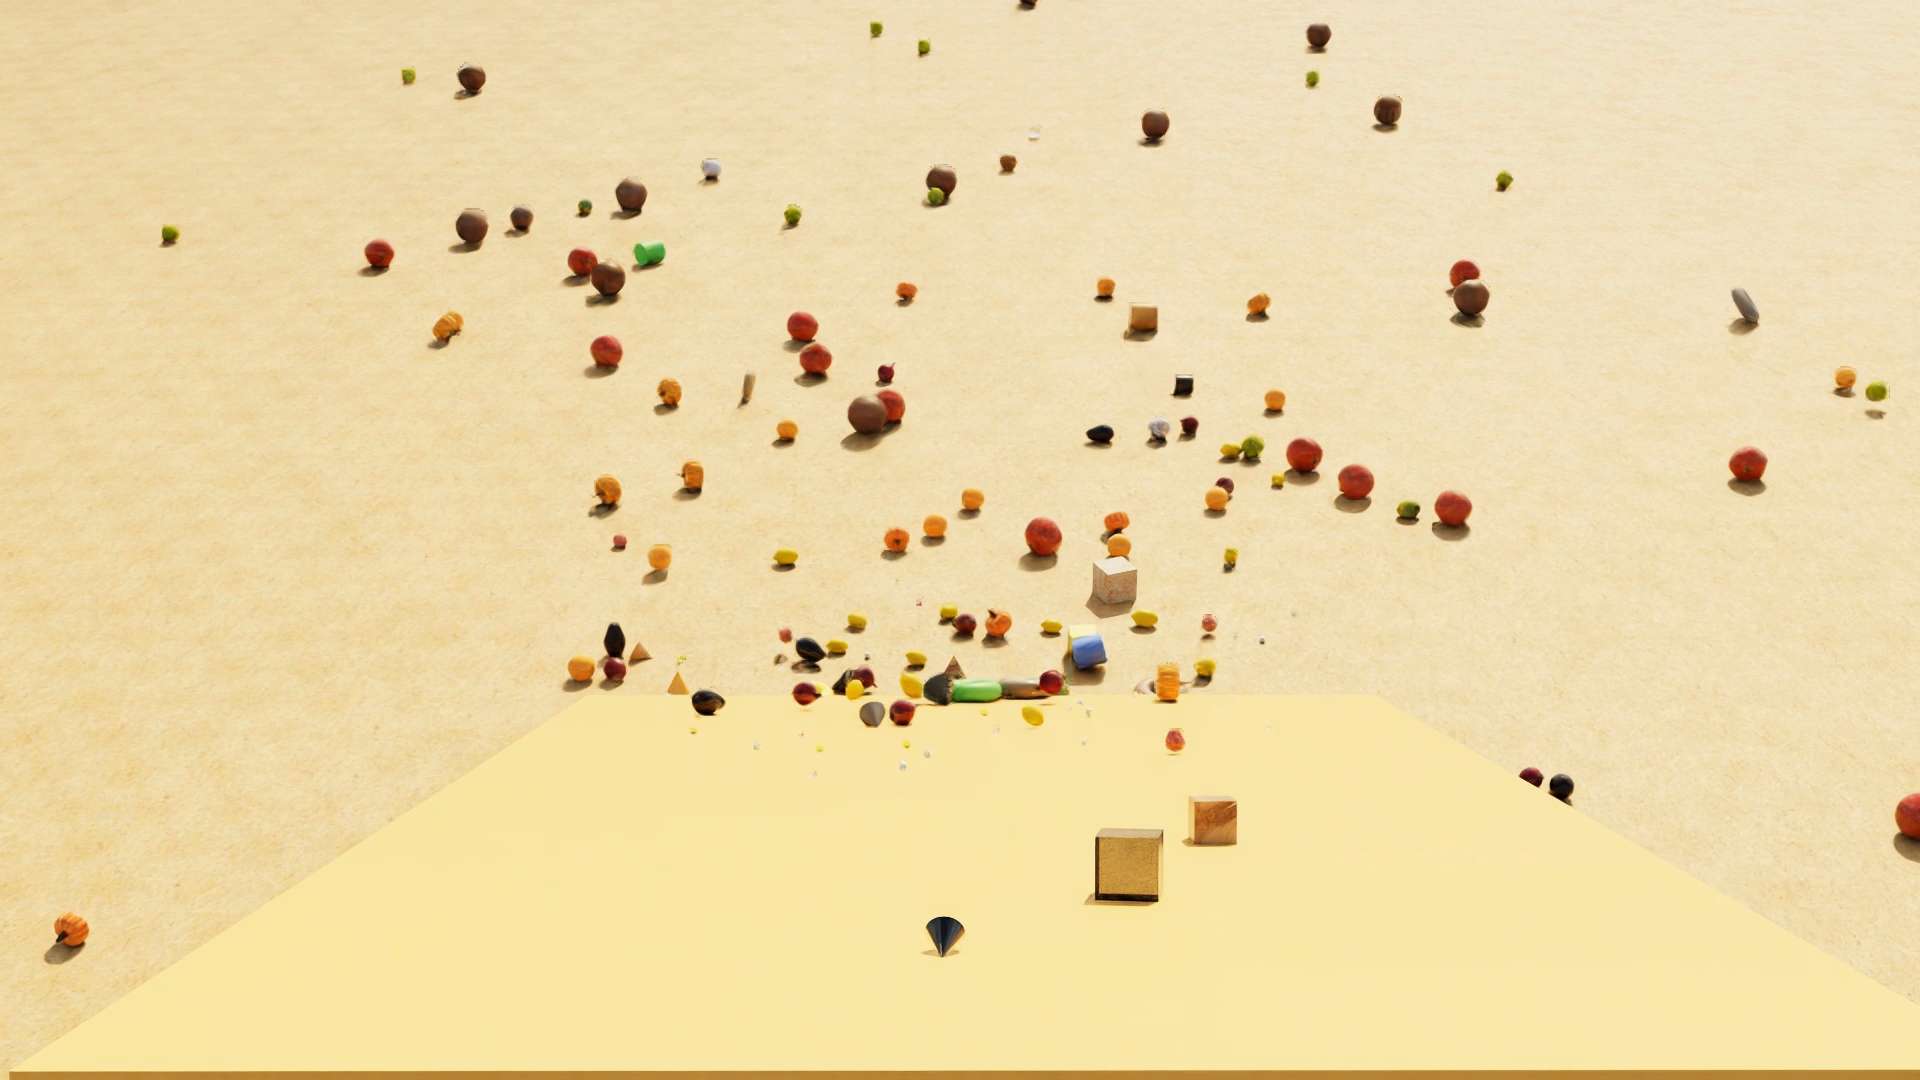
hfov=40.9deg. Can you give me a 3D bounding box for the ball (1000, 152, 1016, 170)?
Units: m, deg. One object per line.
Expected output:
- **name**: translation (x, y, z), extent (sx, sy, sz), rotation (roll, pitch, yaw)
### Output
- **ball**: translation (0.208, -1.631, 11.103), extent (0.075, 0.075, 0.075), rotation (0, 25, 0)

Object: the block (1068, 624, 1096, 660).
- **block**: translation (0.330, 0.276, 6.942), extent (0.071, 0.071, 0.071), rotation (-2, 25, -3)

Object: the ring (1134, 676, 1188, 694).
- **ring**: translation (0.521, 0.401, 6.698), extent (0.144, 0.048, 0.144), rotation (-1, 24, 1)

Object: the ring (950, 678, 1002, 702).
- **ring**: translation (0.030, 0.374, 6.403), extent (0.147, 0.049, 0.147), rotation (-1, 3, 0)

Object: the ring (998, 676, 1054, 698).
- **ring**: translation (0.164, 0.372, 6.486), extent (0.143, 0.048, 0.143), rotation (1, 1, 0)

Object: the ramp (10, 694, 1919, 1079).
- **ramp**: translation (0.056, 0.509, 4.552), extent (2.000, 0.100, 4.000), rotation (0, 2, 0)

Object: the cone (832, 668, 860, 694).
- **cone**: translation (-0.311, 0.381, 6.760), extent (0.070, 0.070, 0.070), rotation (-19, 16, 27)

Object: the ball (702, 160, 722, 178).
- **ball**: translation (-1.058, -1.581, 10.986), extent (0.082, 0.082, 0.082), rotation (0, 25, 0)

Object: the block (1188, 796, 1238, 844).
- **block**: translation (0.398, 0.441, 4.064), extent (0.067, 0.067, 0.067), rotation (0, 2, -3)

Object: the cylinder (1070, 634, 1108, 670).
- **cylinder**: translation (0.344, 0.297, 6.867), extent (0.080, 0.080, 0.080), rotation (-13, 25, -1)

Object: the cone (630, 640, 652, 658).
- **cone**: translation (-0.851, 0.306, 6.932), extent (0.056, 0.056, 0.056), rotation (28, 26, -3)

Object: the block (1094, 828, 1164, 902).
- **block**: translation (0.234, 0.448, 3.559), extent (0.087, 0.087, 0.087), rotation (0, 2, 9)

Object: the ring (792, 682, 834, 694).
- **ring**: translation (-0.383, 0.404, 6.704), extent (0.110, 0.037, 0.110), rotation (1, 25, -1)

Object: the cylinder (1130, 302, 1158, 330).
- **cylinder**: translation (0.660, -0.803, 9.267), extent (0.098, 0.098, 0.098), rotation (-3, 24, 4)

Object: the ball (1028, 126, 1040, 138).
- **ball**: translation (0.336, -1.835, 11.572), extent (0.055, 0.055, 0.055), rotation (0, 25, 0)

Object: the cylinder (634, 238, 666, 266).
- **cylinder**: translation (-1.199, -1.114, 9.960), extent (0.086, 0.086, 0.086), rotation (-21, 32, -38)

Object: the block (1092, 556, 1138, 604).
- **block**: translation (0.437, 0.114, 7.270), extent (0.093, 0.093, 0.093), rotation (-11, 27, -22)

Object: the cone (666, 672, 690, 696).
- **cone**: translation (-0.738, 0.369, 6.748), extent (0.063, 0.063, 0.063), rotation (0, 25, 0)

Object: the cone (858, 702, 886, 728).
- **cone**: translation (-0.191, 0.405, 5.792), extent (0.062, 0.062, 0.062), rotation (-6, 30, -13)

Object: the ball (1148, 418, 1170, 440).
- **ball**: translation (0.644, -0.361, 8.332), extent (0.072, 0.072, 0.072), rotation (0, 25, 0)

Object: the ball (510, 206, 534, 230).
- **ball**: translation (-1.759, -1.295, 10.344), extent (0.096, 0.096, 0.096), rotation (0, 25, 0)

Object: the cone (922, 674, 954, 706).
- **cone**: translation (-0.041, 0.384, 6.287), extent (0.082, 0.082, 0.082), rotation (-7, 31, -15)

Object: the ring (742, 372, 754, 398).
- **ring**: translation (-0.711, -0.521, 8.663), extent (0.030, 0.090, 0.090), rotation (9, 25, 3)

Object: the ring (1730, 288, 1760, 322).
- **ring**: translation (2.848, -0.853, 9.349), extent (0.049, 0.146, 0.146), rotation (-33, 14, 23)

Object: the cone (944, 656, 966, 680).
- **cone**: translation (-0.016, 0.334, 6.816), extent (0.070, 0.070, 0.070), rotation (0, 25, 0)
